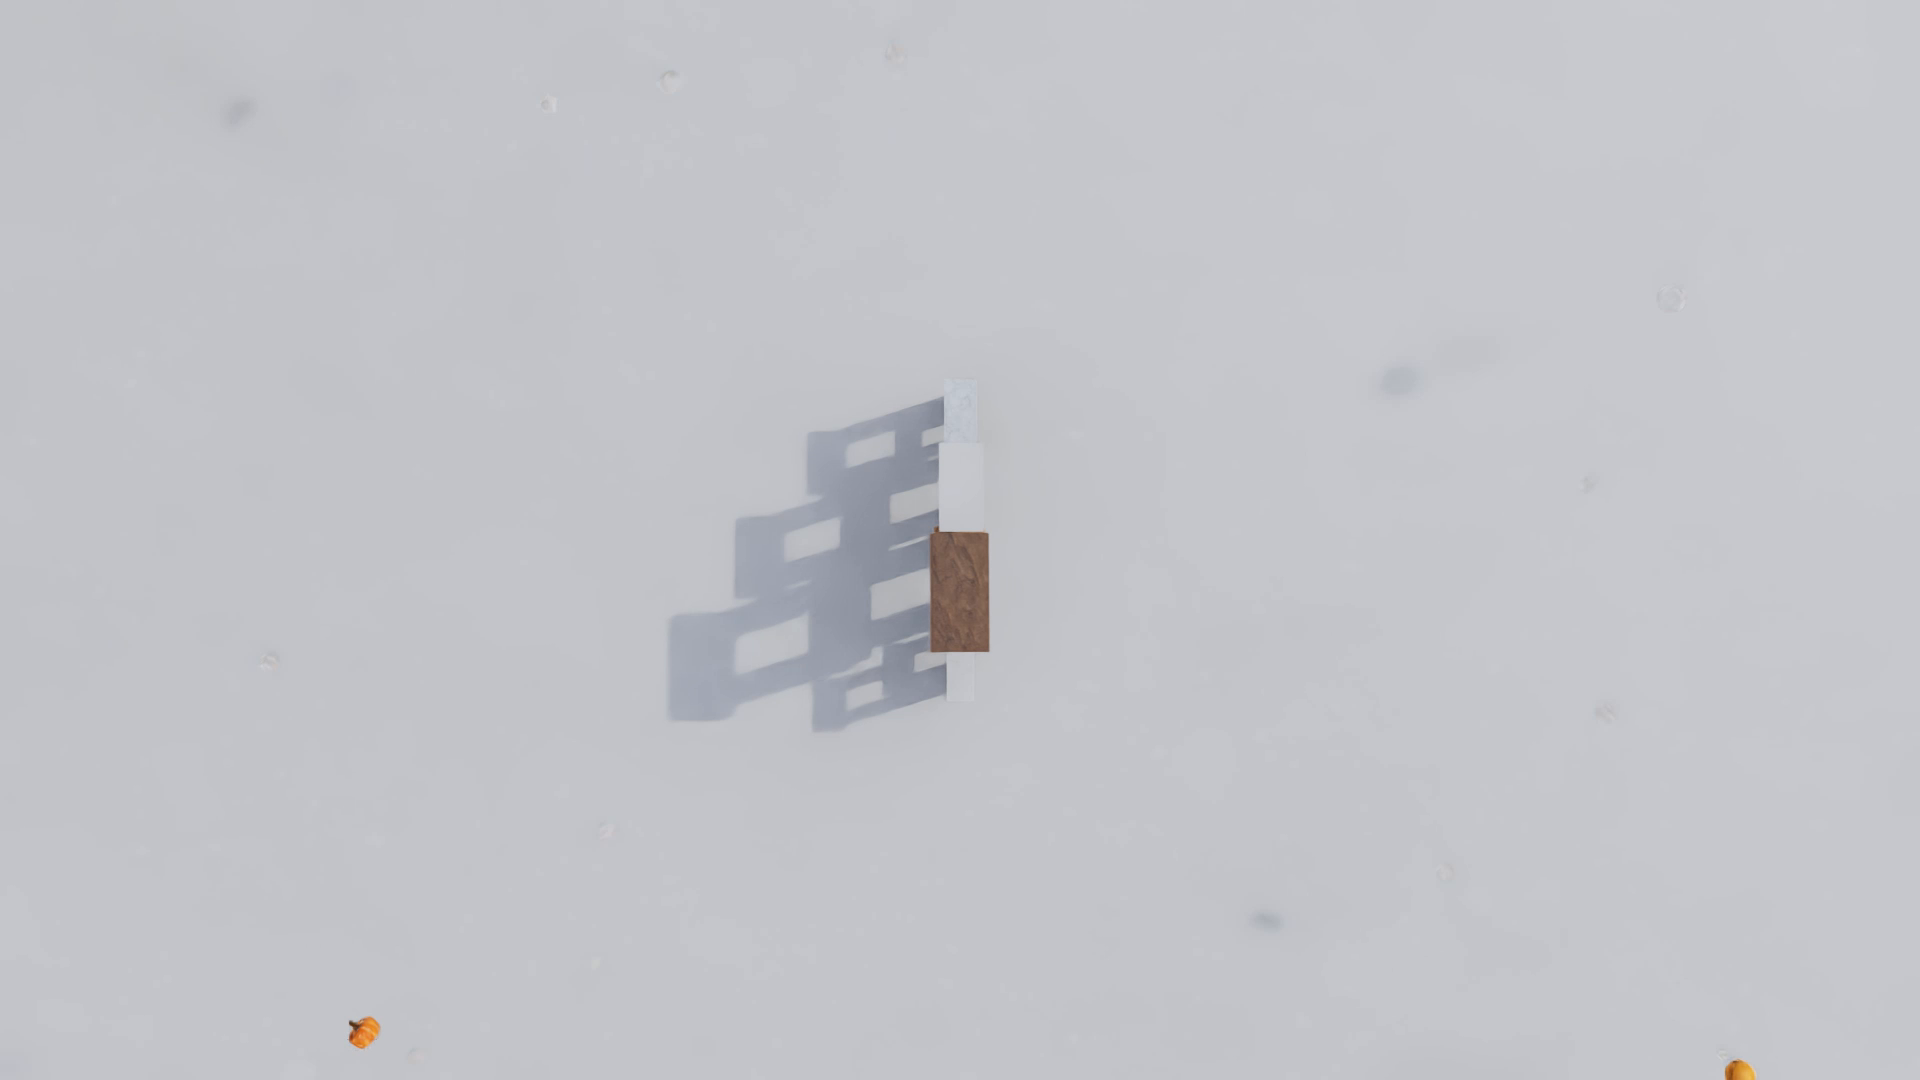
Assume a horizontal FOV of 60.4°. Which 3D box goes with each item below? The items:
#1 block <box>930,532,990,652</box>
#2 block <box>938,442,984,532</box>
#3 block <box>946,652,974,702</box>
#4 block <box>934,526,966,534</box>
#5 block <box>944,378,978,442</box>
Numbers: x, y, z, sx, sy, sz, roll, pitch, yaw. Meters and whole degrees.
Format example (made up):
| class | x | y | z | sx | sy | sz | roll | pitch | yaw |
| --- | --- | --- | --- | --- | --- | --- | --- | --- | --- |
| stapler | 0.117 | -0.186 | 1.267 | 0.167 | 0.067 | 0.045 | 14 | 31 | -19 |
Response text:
| class | x | y | z | sx | sy | sz | roll | pitch | yaw |
| --- | --- | --- | --- | --- | --- | --- | --- | --- | --- |
| block | -0.001 | 0.151 | 4.769 | 0.171 | 0.049 | 0.343 | 0 | 90 | 0 |
| block | 0.004 | -0.157 | 4.926 | 0.132 | 0.037 | 0.265 | 0 | 90 | 0 |
| block | 0.002 | 0.414 | 5.127 | 0.086 | 0.024 | 0.172 | 0 | 90 | 0 |
| block | -0.001 | 0.117 | 5.159 | 0.159 | 0.045 | 0.319 | 0 | 90 | 0 |
| block | 0.002 | -0.397 | 5.119 | 0.103 | 0.029 | 0.206 | 0 | 90 | 0 |
